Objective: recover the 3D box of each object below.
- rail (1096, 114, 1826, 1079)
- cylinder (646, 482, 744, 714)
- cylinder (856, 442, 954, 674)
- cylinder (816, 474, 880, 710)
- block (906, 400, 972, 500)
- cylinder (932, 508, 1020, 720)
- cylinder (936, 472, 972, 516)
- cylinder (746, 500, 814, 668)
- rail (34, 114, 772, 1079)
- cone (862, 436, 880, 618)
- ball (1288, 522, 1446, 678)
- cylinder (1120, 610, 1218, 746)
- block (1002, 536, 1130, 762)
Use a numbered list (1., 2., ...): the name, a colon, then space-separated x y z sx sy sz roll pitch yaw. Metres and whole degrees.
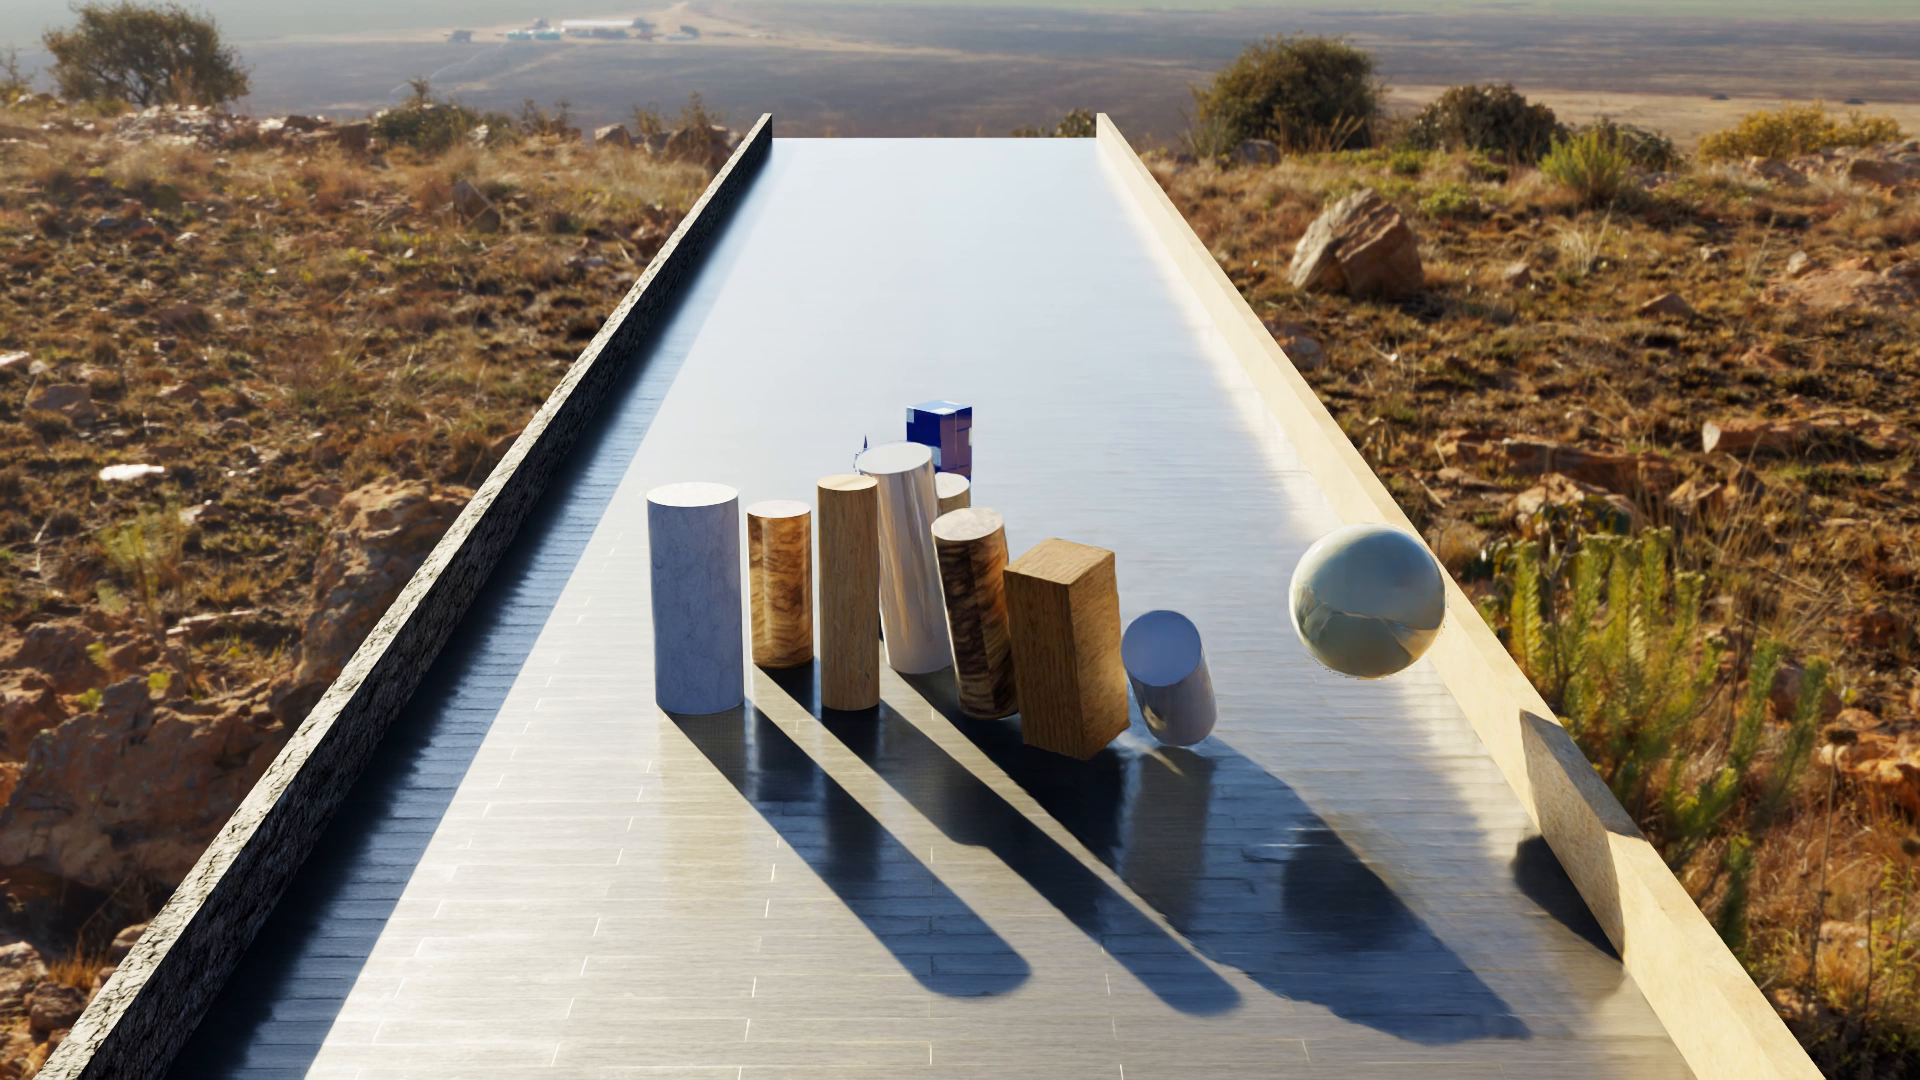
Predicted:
1. rail: 0.932 -0.844 7.801 0.050 0.150 12.000 0 17 -1
2. cylinder: -0.498 0.109 4.149 0.170 0.406 0.170 0 17 0
3. cylinder: -0.099 0.037 4.305 0.148 0.434 0.148 -7 25 3
4. cylinder: -0.209 0.099 4.138 0.112 0.431 0.112 0 17 0
5. block: -0.046 -0.099 4.860 0.102 0.400 0.102 15 22 41
6. cylinder: 0.040 0.138 4.065 0.132 0.378 0.132 -7 26 4
7. cylinder: -0.033 0.044 4.461 0.133 0.335 0.133 -5 24 2
8. cylinder: -0.358 0.088 4.384 0.128 0.312 0.128 0 17 0
9. rail: -1.118 -0.838 7.780 0.050 0.150 12.000 0 17 -1
10. cone: -0.198 -0.035 4.657 0.117 0.393 0.117 0 17 0
11. ball: 0.719 0.107 3.886 0.275 0.275 0.275 0 17 0
12. cylinder: 0.368 0.246 3.839 0.136 0.136 0.345 4 -21 13
13. block: 0.192 0.194 3.915 0.140 0.355 0.140 13 32 36
